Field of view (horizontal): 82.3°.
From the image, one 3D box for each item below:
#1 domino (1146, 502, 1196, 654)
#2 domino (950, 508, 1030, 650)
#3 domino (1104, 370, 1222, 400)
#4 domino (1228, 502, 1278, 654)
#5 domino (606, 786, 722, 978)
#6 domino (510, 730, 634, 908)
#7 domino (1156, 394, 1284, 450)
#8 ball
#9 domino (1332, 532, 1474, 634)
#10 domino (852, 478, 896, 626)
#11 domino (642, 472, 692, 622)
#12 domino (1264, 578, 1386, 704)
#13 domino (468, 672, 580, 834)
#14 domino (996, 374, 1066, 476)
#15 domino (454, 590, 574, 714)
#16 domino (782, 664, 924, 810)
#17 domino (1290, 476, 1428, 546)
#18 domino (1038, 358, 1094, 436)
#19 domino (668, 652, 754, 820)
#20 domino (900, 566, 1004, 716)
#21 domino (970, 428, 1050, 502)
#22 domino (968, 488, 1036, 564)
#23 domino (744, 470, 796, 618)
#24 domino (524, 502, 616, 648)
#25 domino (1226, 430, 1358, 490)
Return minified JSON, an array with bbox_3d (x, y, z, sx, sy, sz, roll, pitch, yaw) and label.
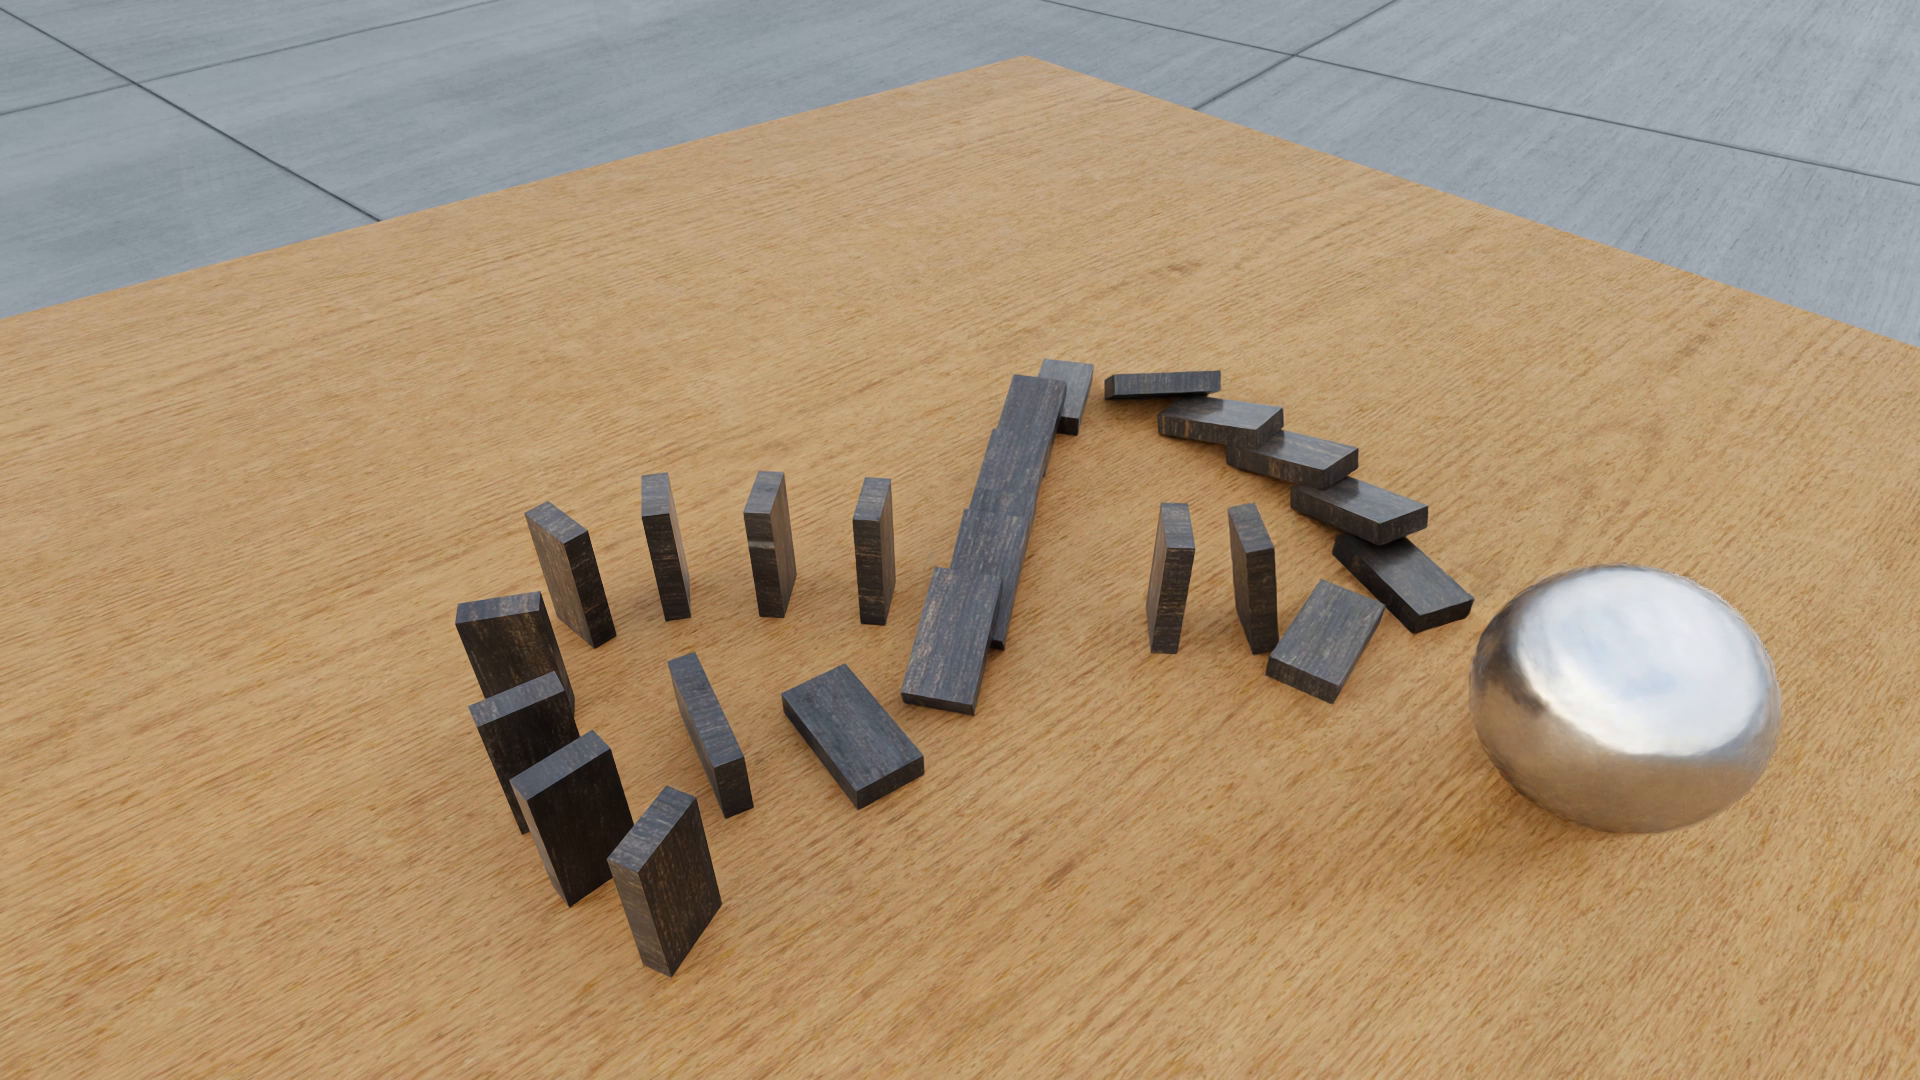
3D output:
[{"bbox_3d":[0.075,0.014,0.394,0.009,0.050,0.025,2,39,2],"label":"domino"},{"bbox_3d":[0.009,0.014,0.410,0.025,0.009,0.050,9,66,10],"label":"domino"},{"bbox_3d":[0.096,-0.074,0.523,0.050,0.009,0.025,-3,3,-3],"label":"domino"},{"bbox_3d":[0.105,0.014,0.393,0.009,0.050,0.025,-12,39,5],"label":"domino"},{"bbox_3d":[-0.079,0.093,0.298,0.010,0.050,0.025,16,42,18],"label":"domino"},{"bbox_3d":[-0.108,0.080,0.314,0.025,0.050,0.009,-32,49,-33],"label":"domino"},{"bbox_3d":[0.118,-0.054,0.500,0.050,0.010,0.025,15,38,40],"label":"domino"},{"bbox_3d":[0.197,0.047,0.330,0.080,0.080,0.080,0,39,0],"label":"ball"},{"bbox_3d":[0.171,0.014,0.427,0.025,0.010,0.050,-14,41,-16],"label":"domino"},{"bbox_3d":[-0.031,0.005,0.406,0.010,0.050,0.025,4,39,5],"label":"domino"},{"bbox_3d":[-0.109,0.003,0.408,0.010,0.050,0.025,-8,40,-10],"label":"domino"},{"bbox_3d":[0.133,0.036,0.400,0.025,0.010,0.050,24,45,26],"label":"domino"},{"bbox_3d":[-0.128,0.065,0.332,0.025,0.050,0.009,-23,45,-26],"label":"domino"},{"bbox_3d":[0.031,-0.052,0.497,0.025,0.009,0.050,9,55,11],"label":"domino"},{"bbox_3d":[-0.145,0.040,0.362,0.025,0.050,0.010,-9,40,-11],"label":"domino"},{"bbox_3d":[-0.036,0.064,0.365,0.025,0.009,0.050,-24,45,-26],"label":"domino"},{"bbox_3d":[0.162,-0.014,0.449,0.025,0.010,0.050,-18,26,-21],"label":"domino"},{"bbox_3d":[0.048,-0.069,0.528,0.025,0.010,0.050,9,40,10],"label":"domino"},{"bbox_3d":[-0.081,0.062,0.355,0.009,0.025,0.050,-18,43,-21],"label":"domino"},{"bbox_3d":[-0.002,0.035,0.388,0.025,0.009,0.050,9,60,10],"label":"domino"},{"bbox_3d":[0.021,-0.024,0.465,0.025,0.010,0.050,9,53,11],"label":"domino"},{"bbox_3d":[0.013,0.003,0.432,0.025,0.009,0.050,9,53,11],"label":"domino"},{"bbox_3d":[-0.070,0.002,0.409,0.010,0.050,0.025,3,39,3],"label":"domino"},{"bbox_3d":[-0.140,0.013,0.396,0.025,0.050,0.009,30,48,31],"label":"domino"},{"bbox_3d":[0.144,-0.036,0.478,0.025,0.009,0.050,-29,33,-30],"label":"domino"}]
